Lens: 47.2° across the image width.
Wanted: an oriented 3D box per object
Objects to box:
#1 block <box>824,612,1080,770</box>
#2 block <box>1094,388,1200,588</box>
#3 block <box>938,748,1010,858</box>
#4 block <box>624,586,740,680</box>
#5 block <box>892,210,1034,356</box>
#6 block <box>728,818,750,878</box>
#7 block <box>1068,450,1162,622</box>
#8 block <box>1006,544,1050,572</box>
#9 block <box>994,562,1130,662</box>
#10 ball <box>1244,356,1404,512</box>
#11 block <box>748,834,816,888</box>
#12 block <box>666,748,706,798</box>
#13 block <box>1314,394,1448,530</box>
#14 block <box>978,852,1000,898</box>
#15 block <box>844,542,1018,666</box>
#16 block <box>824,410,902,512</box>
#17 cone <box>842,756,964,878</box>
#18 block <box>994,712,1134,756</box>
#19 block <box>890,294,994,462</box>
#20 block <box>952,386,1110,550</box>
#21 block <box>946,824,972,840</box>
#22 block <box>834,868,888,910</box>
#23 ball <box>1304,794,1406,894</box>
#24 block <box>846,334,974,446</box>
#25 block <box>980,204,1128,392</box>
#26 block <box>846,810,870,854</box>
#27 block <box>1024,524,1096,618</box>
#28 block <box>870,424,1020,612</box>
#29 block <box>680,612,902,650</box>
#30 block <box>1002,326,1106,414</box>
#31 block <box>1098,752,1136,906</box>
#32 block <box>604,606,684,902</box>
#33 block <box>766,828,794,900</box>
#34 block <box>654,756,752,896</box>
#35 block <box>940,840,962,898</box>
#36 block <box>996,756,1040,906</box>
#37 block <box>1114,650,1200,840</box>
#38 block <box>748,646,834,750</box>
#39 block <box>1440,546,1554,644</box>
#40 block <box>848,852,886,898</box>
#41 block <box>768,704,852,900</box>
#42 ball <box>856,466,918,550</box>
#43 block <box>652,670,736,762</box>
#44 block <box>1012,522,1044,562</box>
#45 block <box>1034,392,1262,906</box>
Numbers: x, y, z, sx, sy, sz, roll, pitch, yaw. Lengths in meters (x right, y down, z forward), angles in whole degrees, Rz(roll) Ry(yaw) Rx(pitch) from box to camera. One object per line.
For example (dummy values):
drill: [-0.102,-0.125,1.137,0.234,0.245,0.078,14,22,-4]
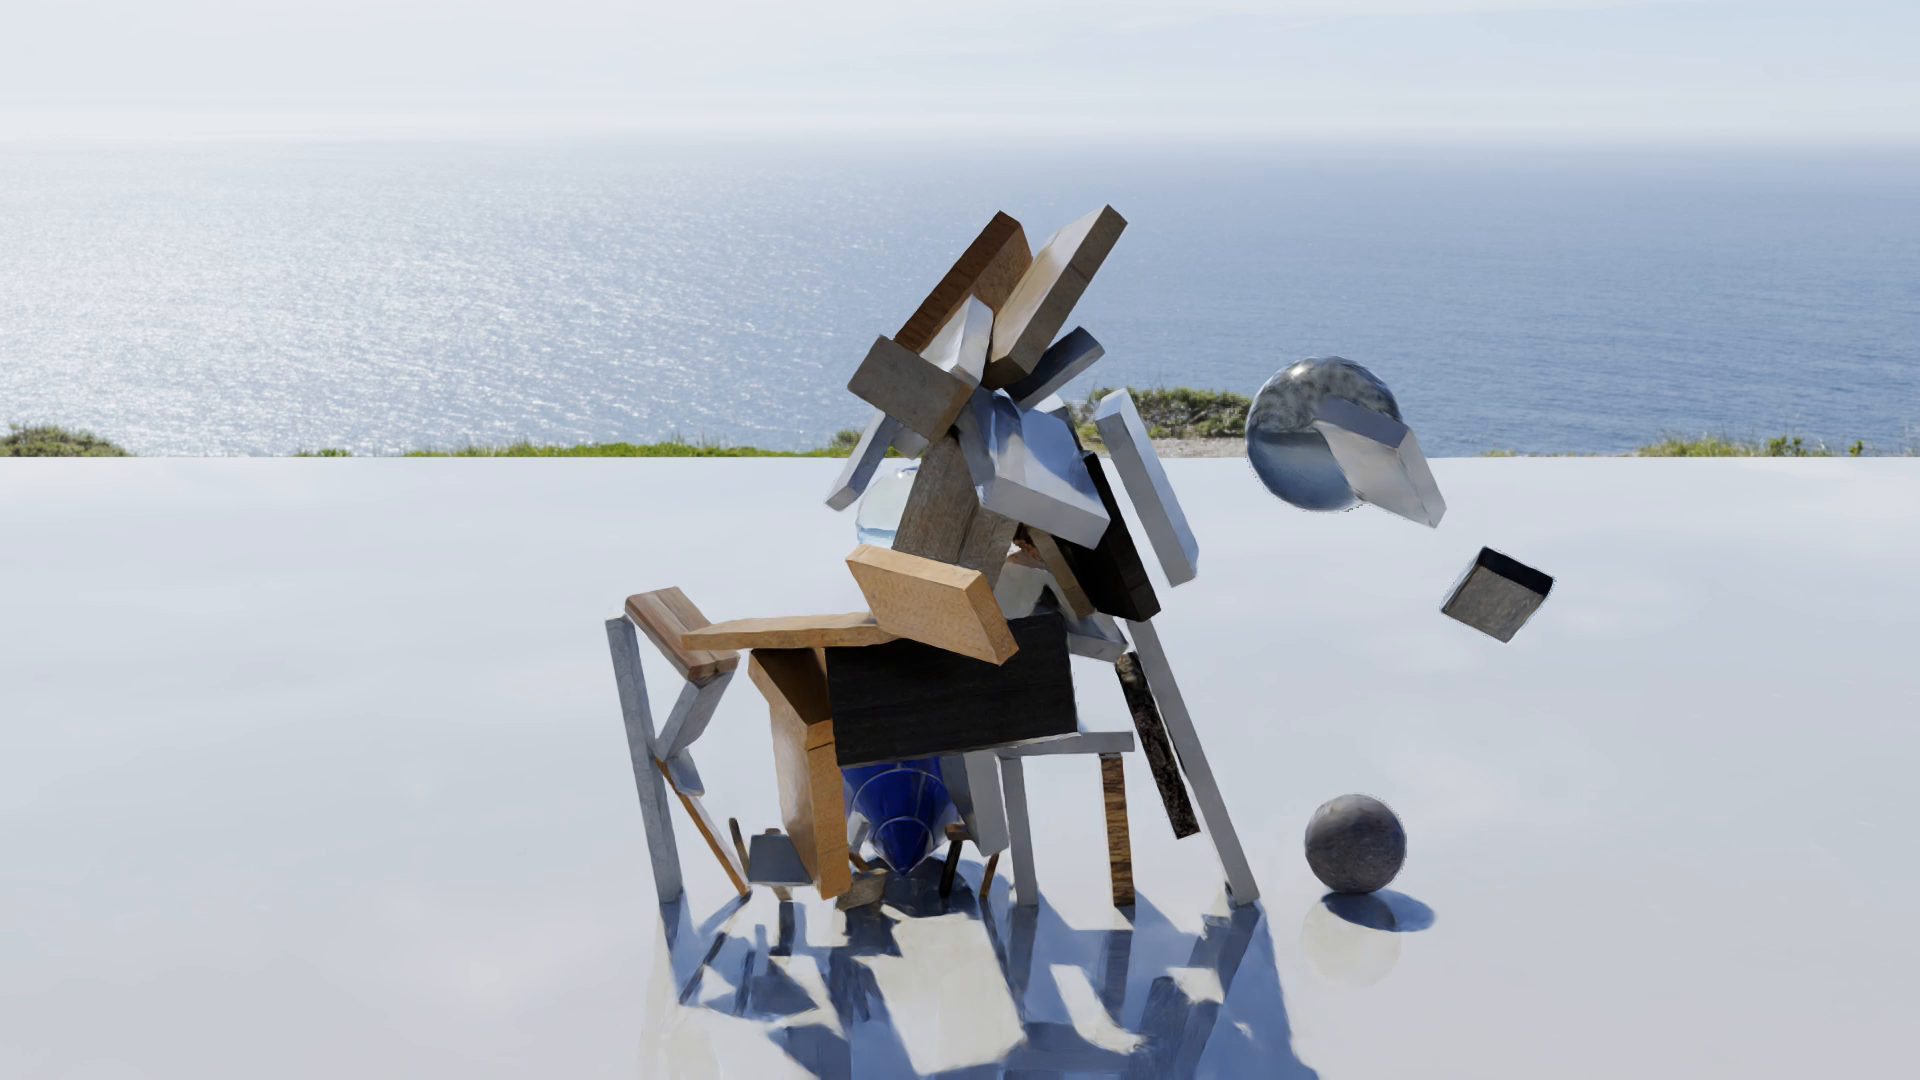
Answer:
block: [-0.012,0.213,3.094,0.339,0.170,0.048,-9,-13,6]
block: [0.277,-0.078,3.227,0.039,0.273,0.136,-22,14,15]
block: [0.003,0.313,3.504,0.049,0.410,0.174,-21,46,-11]
block: [-0.447,0.149,3.533,0.097,0.027,0.194,-12,42,-39]
block: [-0.002,-0.354,3.450,0.044,0.309,0.154,34,-12,23]
block: [-0.352,0.495,3.540,0.014,0.099,0.049,-17,49,-6]
block: [0.209,-0.009,3.363,0.039,0.273,0.136,-30,18,-20]
block: [0.108,0.153,3.600,0.041,0.287,0.144,-1,16,37]
block: [0.128,0.107,3.442,0.287,0.041,0.144,14,35,-43]
ball: [0.502,-0.146,3.029,0.217,0.217,0.217,0,11,0]
block: [-0.257,0.510,3.490,0.154,0.077,0.022,2,-24,1]
block: [-0.456,0.378,3.617,0.050,0.014,0.099,21,29,-43]
block: [0.433,-0.079,2.258,0.096,0.027,0.193,25,-12,31]
block: [0.051,0.541,3.659,0.014,0.099,0.050,15,10,-2]
block: [-0.030,0.063,2.225,0.027,0.096,0.193,-41,32,-27]
block: [-0.124,-0.129,3.080,0.026,0.182,0.091,33,-25,-12]
cone: [-0.094,0.490,3.707,0.266,0.266,0.266,0,27,-1]
block: [0.159,0.319,3.622,0.250,0.035,0.125,-2,10,2]
block: [-0.025,-0.238,3.184,0.044,0.154,0.309,37,22,-12]
block: [0.091,-0.109,3.055,0.170,0.048,0.339,21,21,-18]
block: [0.026,0.485,3.652,0.099,0.014,0.050,0,10,-3]
block: [-0.158,0.563,3.546,0.015,0.054,0.107,30,15,26]
ball: [0.657,0.507,3.661,0.167,0.167,0.167,0,11,0]
block: [-0.070,-0.208,3.026,0.182,0.091,0.026,33,0,40]
block: [0.119,-0.350,3.231,0.154,0.044,0.309,-19,34,58]
block: [-0.169,0.473,3.556,0.015,0.054,0.107,24,-3,-11]
block: [0.154,0.014,3.423,0.029,0.206,0.103,-21,37,15]
block: [-0.016,0.013,3.192,0.048,0.339,0.170,-12,42,-43]
block: [-0.234,0.132,3.186,0.091,0.026,0.632,-16,5,-31]
block: [0.133,-0.246,3.171,0.146,0.021,0.073,-36,33,-1]
block: [0.258,0.466,3.647,0.035,0.250,0.125,-6,11,1]
block: [-0.520,0.353,3.627,0.027,0.482,0.097,-9,10,2]
block: [-0.294,0.529,3.579,0.022,0.077,0.154,-1,-25,6]
block: [-0.427,0.468,3.657,0.014,0.275,0.050,-31,5,6]
block: [-0.016,0.541,3.657,0.014,0.099,0.049,13,9,-5]
block: [0.093,0.466,3.647,0.035,0.250,0.125,-8,11,-3]
block: [0.318,0.333,3.555,0.041,0.287,0.144,-20,35,3]
block: [-0.120,0.186,3.272,0.347,0.049,0.174,-17,47,-29]
block: [0.689,0.072,2.830,0.096,0.027,0.193,26,-19,8]
block: [-0.165,0.542,3.652,0.015,0.107,0.054,-35,19,-11]
block: [-0.229,0.371,3.346,0.049,0.347,0.174,-18,46,-17]
ball: [-0.071,-0.023,3.434,0.185,0.185,0.185,0,11,0]
block: [-0.431,0.273,3.568,0.027,0.194,0.097,42,42,13]
block: [0.097,-0.028,3.450,0.021,0.073,0.146,-14,-32,33]
block: [0.305,0.182,3.569,0.039,0.886,0.136,-23,14,0]
